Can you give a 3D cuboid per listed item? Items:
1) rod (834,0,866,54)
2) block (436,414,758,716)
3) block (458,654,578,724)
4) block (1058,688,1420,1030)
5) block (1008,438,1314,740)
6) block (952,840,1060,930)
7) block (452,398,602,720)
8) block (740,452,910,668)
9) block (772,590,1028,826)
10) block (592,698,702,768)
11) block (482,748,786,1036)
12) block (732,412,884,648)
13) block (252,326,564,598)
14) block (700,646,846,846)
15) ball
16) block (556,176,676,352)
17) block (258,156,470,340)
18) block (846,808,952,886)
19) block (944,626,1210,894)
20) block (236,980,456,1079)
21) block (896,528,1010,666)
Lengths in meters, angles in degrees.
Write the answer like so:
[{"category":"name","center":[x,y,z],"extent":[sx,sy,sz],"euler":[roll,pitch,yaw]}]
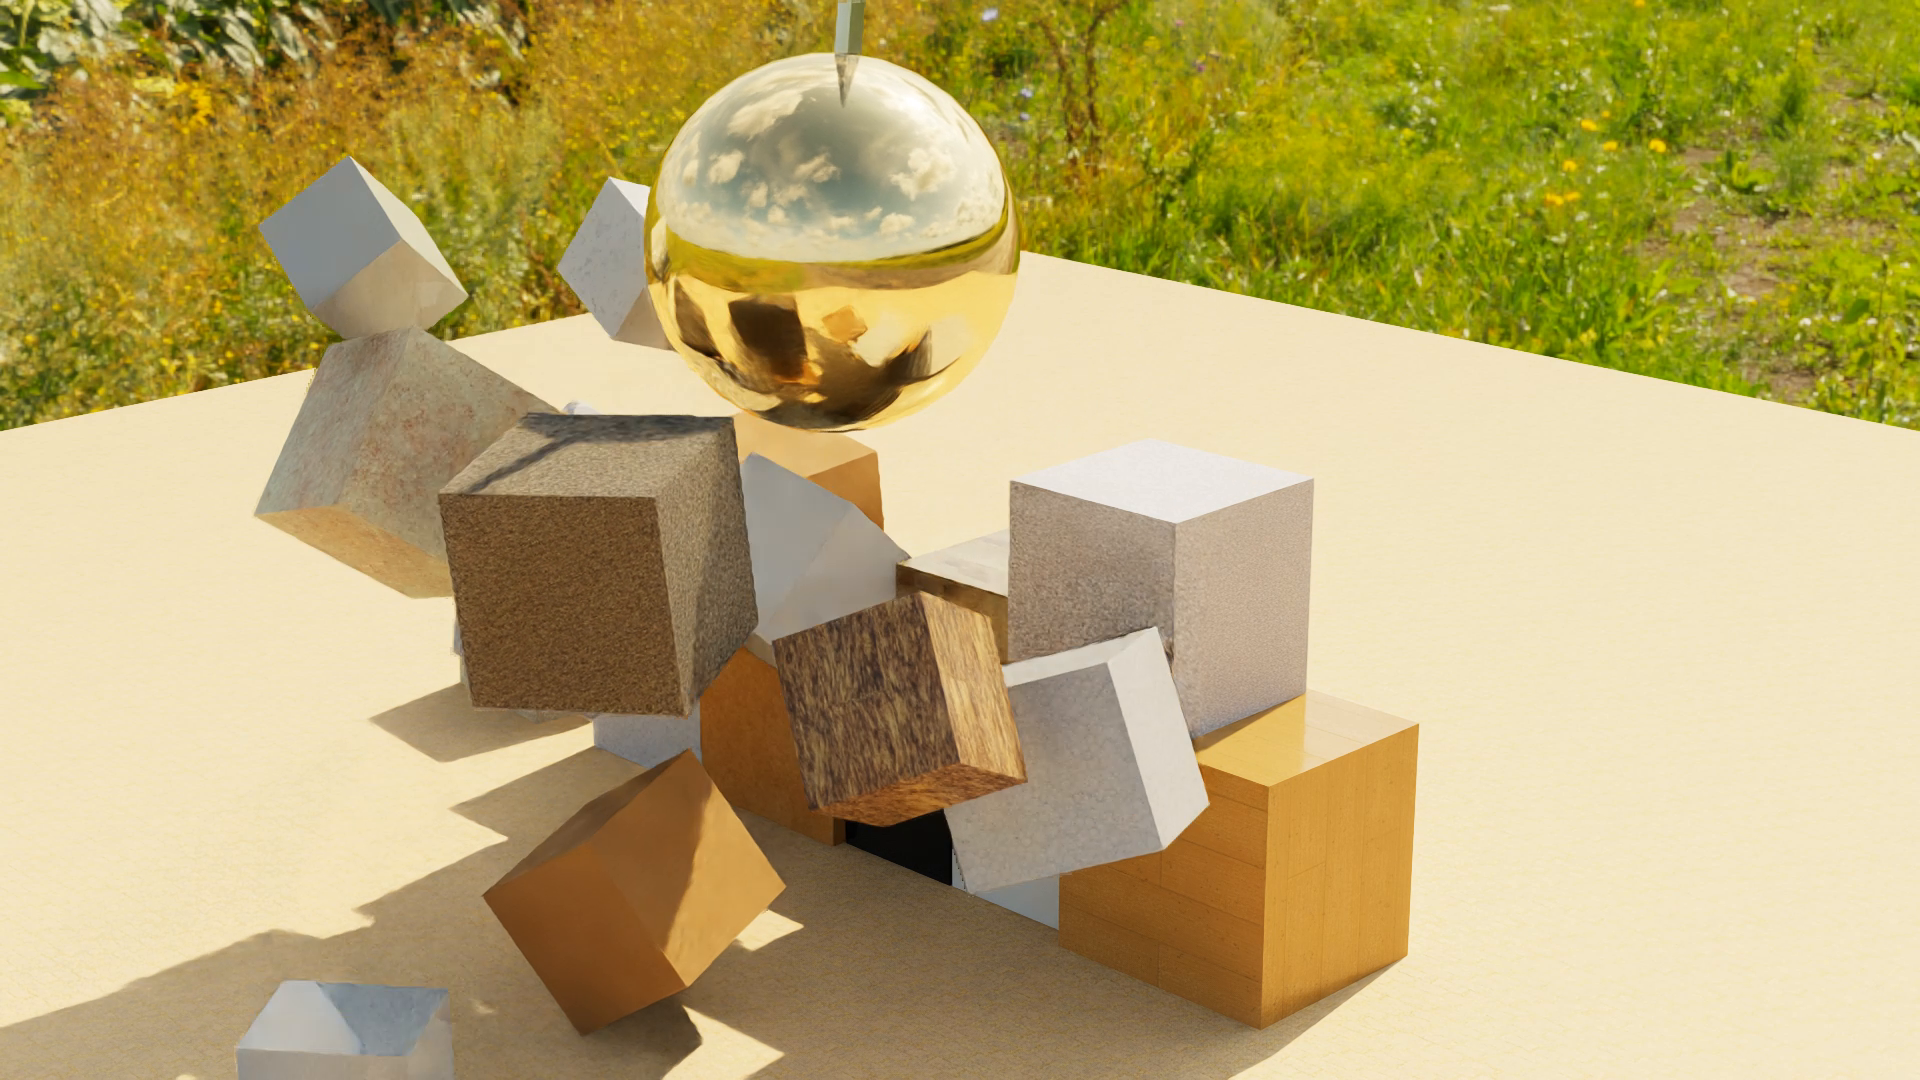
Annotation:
[{"category":"rod","center":[-0.234,-4.559,11.663],"extent":[0.080,5.200,0.080],"euler":[17,17,42]},{"category":"block","center":[-1.365,0.079,11.236],"extent":[0.865,0.879,0.843],"euler":[1,23,16]},{"category":"block","center":[-2.150,0.484,15.725],"extent":[0.780,0.646,0.813],"euler":[-13,22,-36]},{"category":"block","center":[1.179,1.266,12.528],"extent":[0.994,1.071,1.131],"euler":[-17,24,-42]},{"category":"block","center":[0.852,0.202,12.514],"extent":[0.913,0.967,0.911],"euler":[16,24,41]},{"category":"block","center":[0.493,1.184,13.202],"extent":[0.732,0.824,0.763],"euler":[-17,24,-42]},{"category":"block","center":[-1.662,0.091,12.973],"extent":[0.768,0.815,0.920],"euler":[30,39,-33]},{"category":"block","center":[-0.710,0.193,13.264],"extent":[0.761,0.708,0.768],"euler":[27,-12,45]},{"category":"block","center":[-0.215,0.631,10.759],"extent":[0.607,0.645,0.647],"euler":[-19,-17,19]},{"category":"block","center":[-1.266,0.590,14.851],"extent":[0.859,0.970,0.861],"euler":[-17,24,-42]},{"category":"block","center":[-1.326,1.437,11.988],"extent":[0.672,0.706,0.779],"euler":[-29,8,37]},{"category":"block","center":[-0.988,-0.086,14.059],"extent":[0.909,0.726,0.873],"euler":[-22,31,-31]},{"category":"block","center":[-2.378,-0.320,12.746],"extent":[0.839,0.847,0.816],"euler":[32,-21,-32]},{"category":"block","center":[-0.623,0.800,14.233],"extent":[0.863,0.940,0.948],"euler":[-17,24,-42]},{"category":"ball","center":[-0.540,-1.250,12.382],"extent":[1.600,1.600,1.600],"euler":[0,17,0]},{"category":"block","center":[-1.408,-1.269,13.707],"extent":[0.594,0.527,0.567],"euler":[8,33,-48]},{"category":"block","center":[-2.639,-1.231,12.997],"extent":[0.539,0.512,0.624],"euler":[54,4,27]},{"category":"block","center":[-0.039,1.084,13.705],"extent":[0.713,0.714,0.690],"euler":[-17,24,-42]},{"category":"block","center":[0.406,0.852,11.428],"extent":[0.809,0.742,0.689],"euler":[-15,4,21]},{"category":"block","center":[-2.241,2.036,10.781],"extent":[0.633,0.631,0.511],"euler":[2,20,7]},{"category":"block","center":[0.253,0.412,13.169],"extent":[0.729,0.669,0.790],"euler":[16,24,41]}]
